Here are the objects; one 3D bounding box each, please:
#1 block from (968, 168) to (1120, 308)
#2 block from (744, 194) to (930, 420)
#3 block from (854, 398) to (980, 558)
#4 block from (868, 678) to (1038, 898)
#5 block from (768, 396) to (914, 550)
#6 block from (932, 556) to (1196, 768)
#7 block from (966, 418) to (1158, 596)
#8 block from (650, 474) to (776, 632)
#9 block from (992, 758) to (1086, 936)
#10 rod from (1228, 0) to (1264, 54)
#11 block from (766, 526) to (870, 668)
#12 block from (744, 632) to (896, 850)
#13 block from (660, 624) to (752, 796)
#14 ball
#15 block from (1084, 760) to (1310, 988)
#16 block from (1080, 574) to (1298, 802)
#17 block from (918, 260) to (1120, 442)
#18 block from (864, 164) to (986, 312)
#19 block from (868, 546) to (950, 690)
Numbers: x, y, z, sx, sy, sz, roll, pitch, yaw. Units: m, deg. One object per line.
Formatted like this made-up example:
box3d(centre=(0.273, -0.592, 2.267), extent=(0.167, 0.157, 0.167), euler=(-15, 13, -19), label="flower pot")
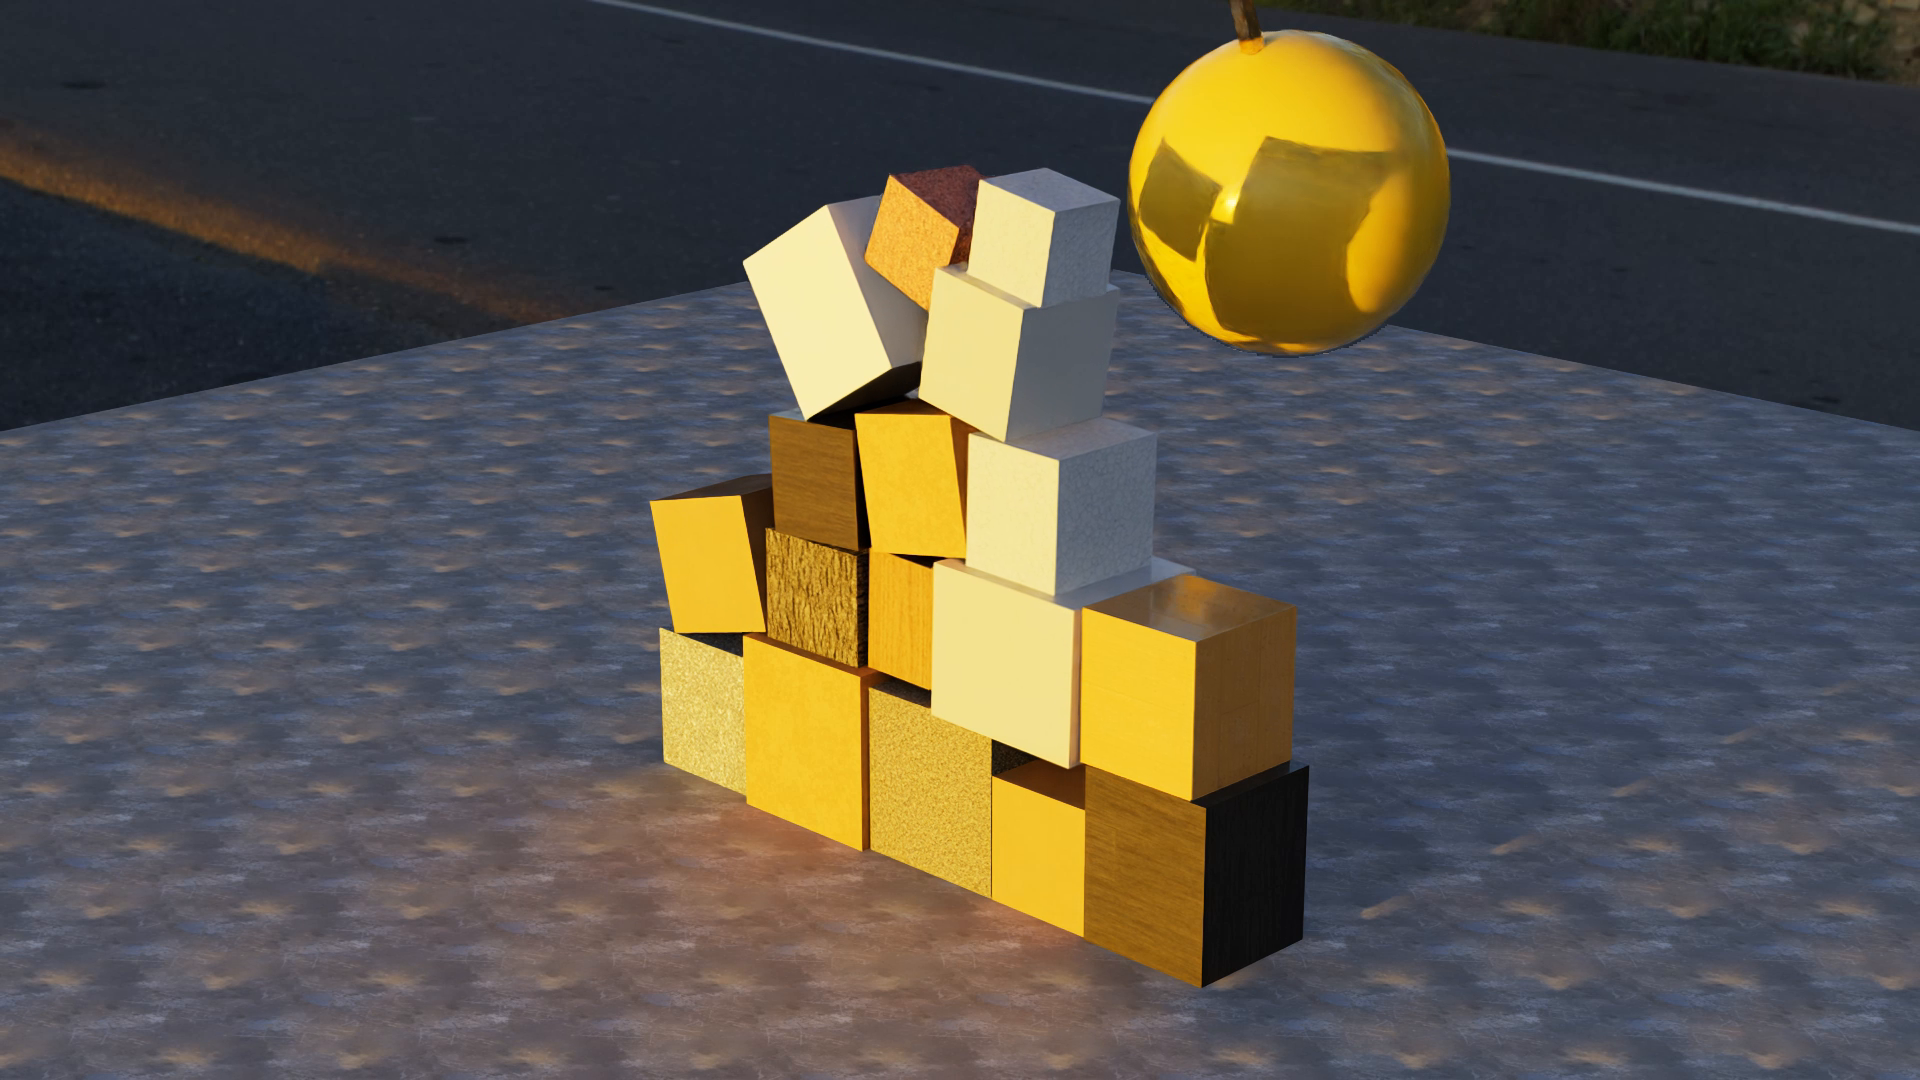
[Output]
box3d(centre=(0.358, -1.299, 12.551), extent=(0.409, 0.426, 0.446), euler=(-17, 34, -42), label="block")
box3d(centre=(-0.427, -1.091, 13.485), extent=(0.646, 0.793, 0.666), euler=(-17, -7, -43), label="block")
box3d(centre=(0.000, -0.311, 13.275), extent=(0.629, 0.638, 0.616), euler=(-17, 14, -42), label="block")
box3d(centre=(0.093, 1.077, 13.572), extent=(0.659, 0.808, 0.789), euler=(-17, 24, -42), label="block")
box3d(centre=(-0.445, -0.335, 13.713), extent=(0.570, 0.564, 0.657), euler=(12, 21, 44), label="block")
box3d(centre=(0.455, 0.456, 13.006), extent=(0.792, 0.721, 0.841), euler=(-17, 25, -42), label="block")
box3d(centre=(0.442, -0.177, 12.815), extent=(0.627, 0.602, 0.533), euler=(-17, 26, -42), label="block")
box3d(centre=(-0.998, 0.055, 14.423), extent=(0.649, 0.665, 0.695), euler=(-17, 10, -43), label="block")
box3d(centre=(0.578, 1.323, 13.140), extent=(0.660, 0.596, 0.565), euler=(-17, 24, -42), label="block")
box3d(centre=(0.703, -4.434, 12.685), extent=(0.080, 5.200, 0.080), euler=(17, 46, 42), label="rod")
box3d(centre=(-0.469, 0.200, 13.915), extent=(0.640, 0.544, 0.627), euler=(-17, 24, -42), label="block")
box3d(centre=(-0.469, 0.873, 14.124), extent=(0.787, 0.866, 0.817), euler=(-17, 24, -42), label="block")
box3d(centre=(-1.029, 0.786, 14.648), extent=(0.611, 0.716, 0.700), euler=(-17, 24, -42), label="block")
box3d(centre=(1.623, -1.713, 14.504), extent=(1.600, 1.600, 1.600), euler=(0, 17, 0), label="ball")
box3d(centre=(1.017, 1.353, 12.676), extent=(0.680, 0.817, 0.675), euler=(-17, 24, -42), label="block")
box3d(centre=(0.972, 0.616, 12.494), extent=(0.657, 0.700, 0.627), euler=(-17, 24, -42), label="block")
box3d(centre=(0.256, -0.859, 12.813), extent=(0.597, 0.609, 0.548), euler=(-16, 34, -41), label="block")
box3d(centre=(-0.040, -1.339, 13.023), extent=(0.494, 0.432, 0.478), euler=(-14, 44, -43), label="block")
box3d(centre=(-0.027, 0.318, 13.495), extent=(0.553, 0.582, 0.557), euler=(-17, 26, -42), label="block")
